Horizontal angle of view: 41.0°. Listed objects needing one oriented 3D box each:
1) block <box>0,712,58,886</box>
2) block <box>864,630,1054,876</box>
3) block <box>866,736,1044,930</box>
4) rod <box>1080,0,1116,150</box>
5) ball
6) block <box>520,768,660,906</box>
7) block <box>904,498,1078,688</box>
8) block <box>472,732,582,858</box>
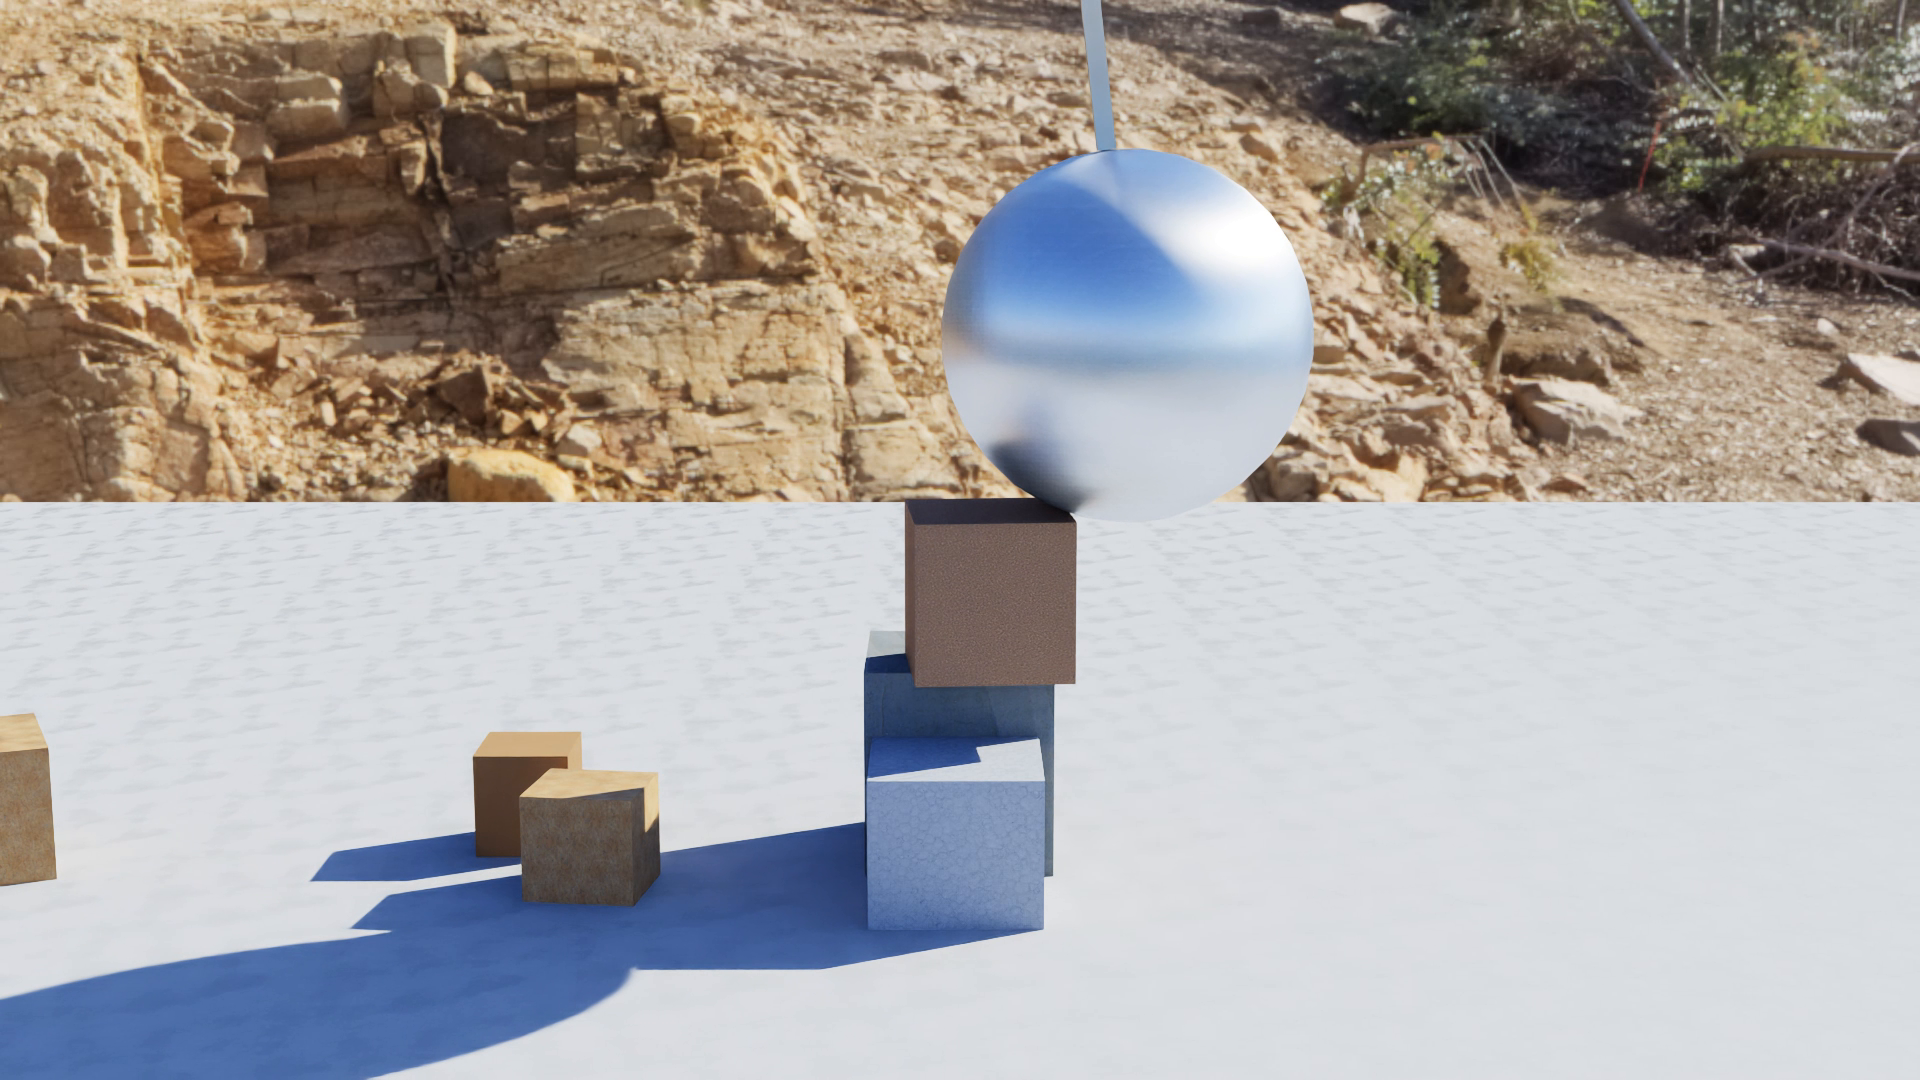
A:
[{"bbox_3d":[-4.432,1.172,11.444,0.665,0.599,0.681,-5,11,-24],"label":"block"},{"bbox_3d":[-0.004,0.958,11.712,0.835,0.924,0.862,0,10,0],"label":"block"},{"bbox_3d":[-0.018,1.241,10.958,0.732,0.638,0.719,0,10,0],"label":"block"},{"bbox_3d":[0.311,-4.196,10.417,0.080,5.200,0.080,-7,10,1],"label":"rod"},{"bbox_3d":[0.717,-0.875,11.021,1.600,1.600,1.600,0,10,0],"label":"ball"},{"bbox_3d":[-1.605,1.289,11.168,0.490,0.467,0.457,1,10,8],"label":"block"},{"bbox_3d":[0.124,0.218,11.236,0.690,0.704,0.663,-1,10,-5],"label":"block"},{"bbox_3d":[-1.984,1.168,11.825,0.429,0.471,0.442,0,10,0],"label":"block"}]
